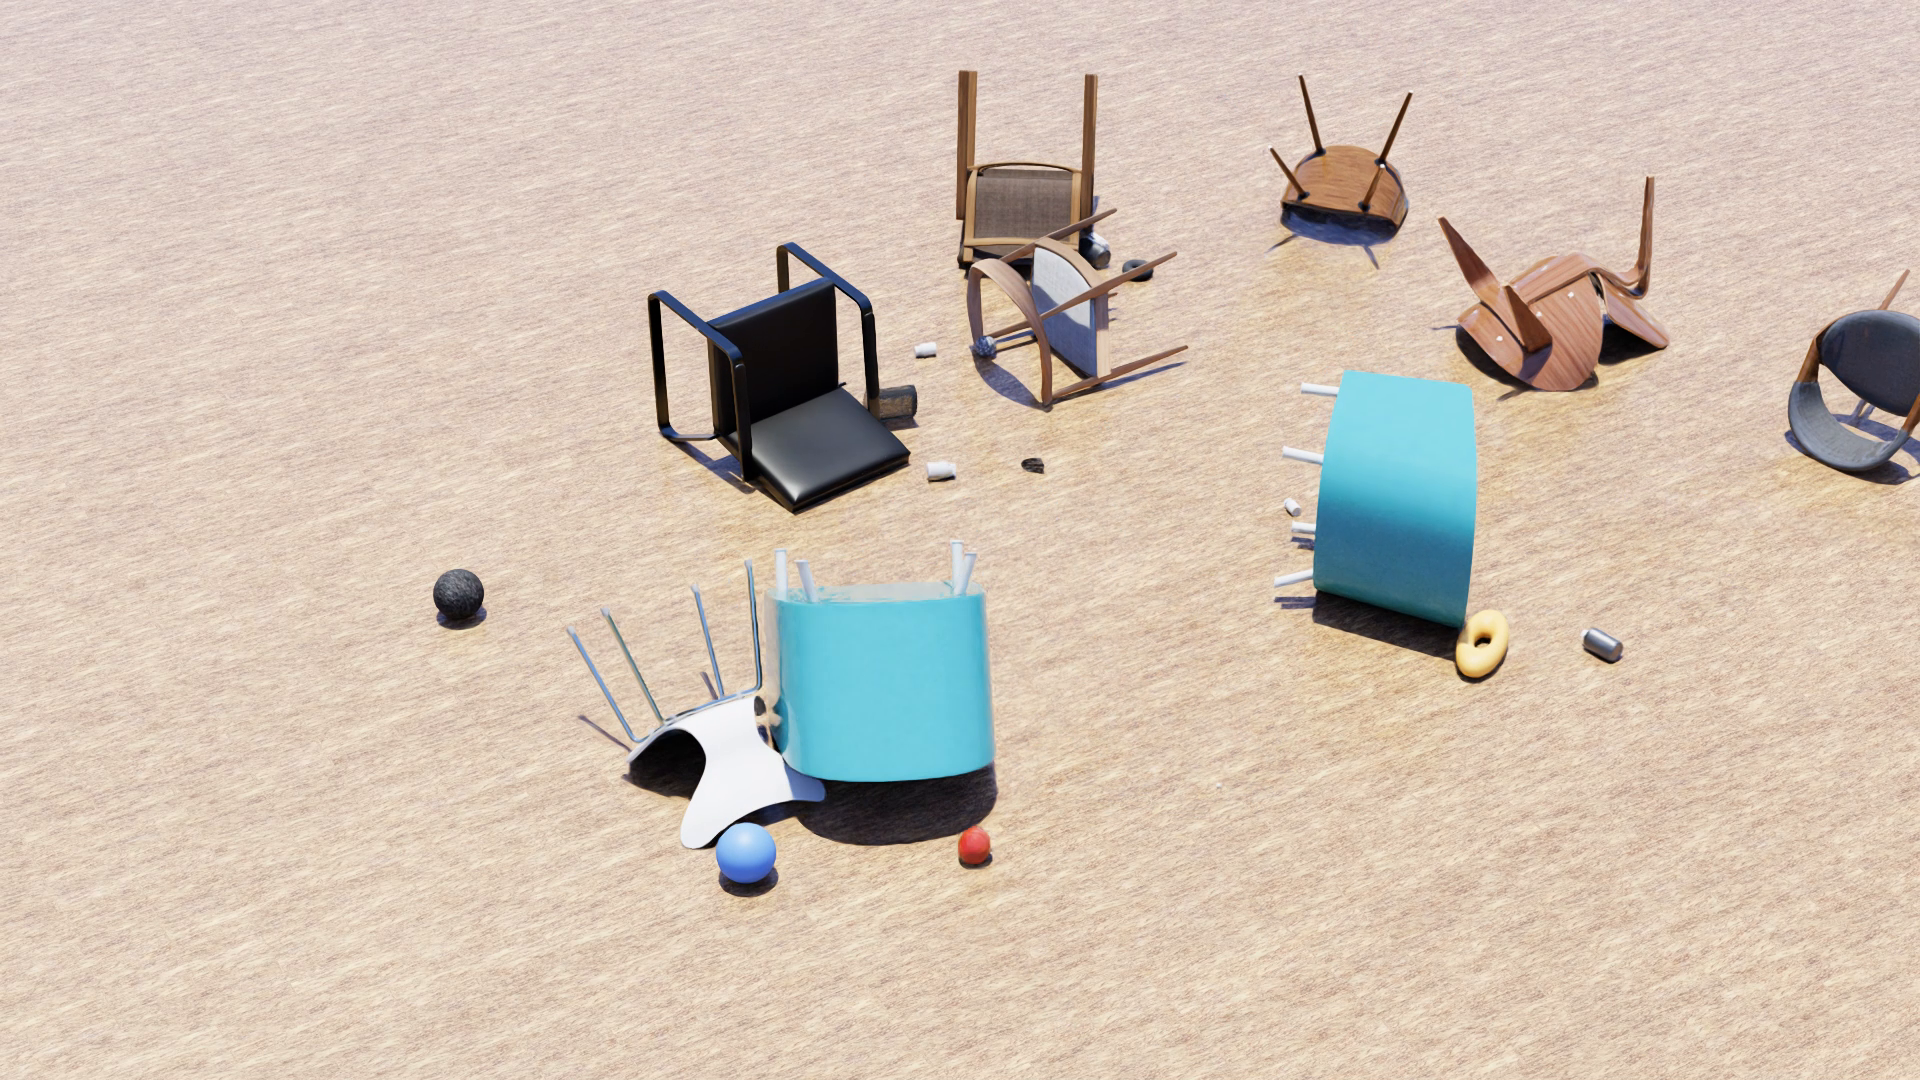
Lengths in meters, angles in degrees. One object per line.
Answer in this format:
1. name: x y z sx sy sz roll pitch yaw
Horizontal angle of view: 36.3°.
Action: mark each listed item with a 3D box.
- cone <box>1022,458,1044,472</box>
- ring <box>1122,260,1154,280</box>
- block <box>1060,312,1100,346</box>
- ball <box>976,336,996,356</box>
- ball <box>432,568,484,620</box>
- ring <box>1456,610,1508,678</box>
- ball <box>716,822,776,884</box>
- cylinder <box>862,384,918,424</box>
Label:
1. cone: 0.298 -0.305 11.382 0.094 0.057 0.114 7 20 16
2. ring: 0.768 -1.167 12.666 0.137 0.055 0.124 -3 35 -6
3. block: 0.497 -0.874 12.161 0.122 0.097 0.101 -16 35 -43
4. ball: 0.107 -0.798 12.076 0.088 0.088 0.088 0 33 0
5. ball: -1.794 0.193 10.487 0.182 0.182 0.182 0 33 0
6. ring: 1.838 0.363 10.315 0.171 0.089 0.387 11 34 18
7. ball: -0.676 0.990 9.268 0.192 0.192 0.192 0 33 0
8. cylinder: -0.277 -0.540 11.616 0.188 0.179 0.116 -9 69 -14
